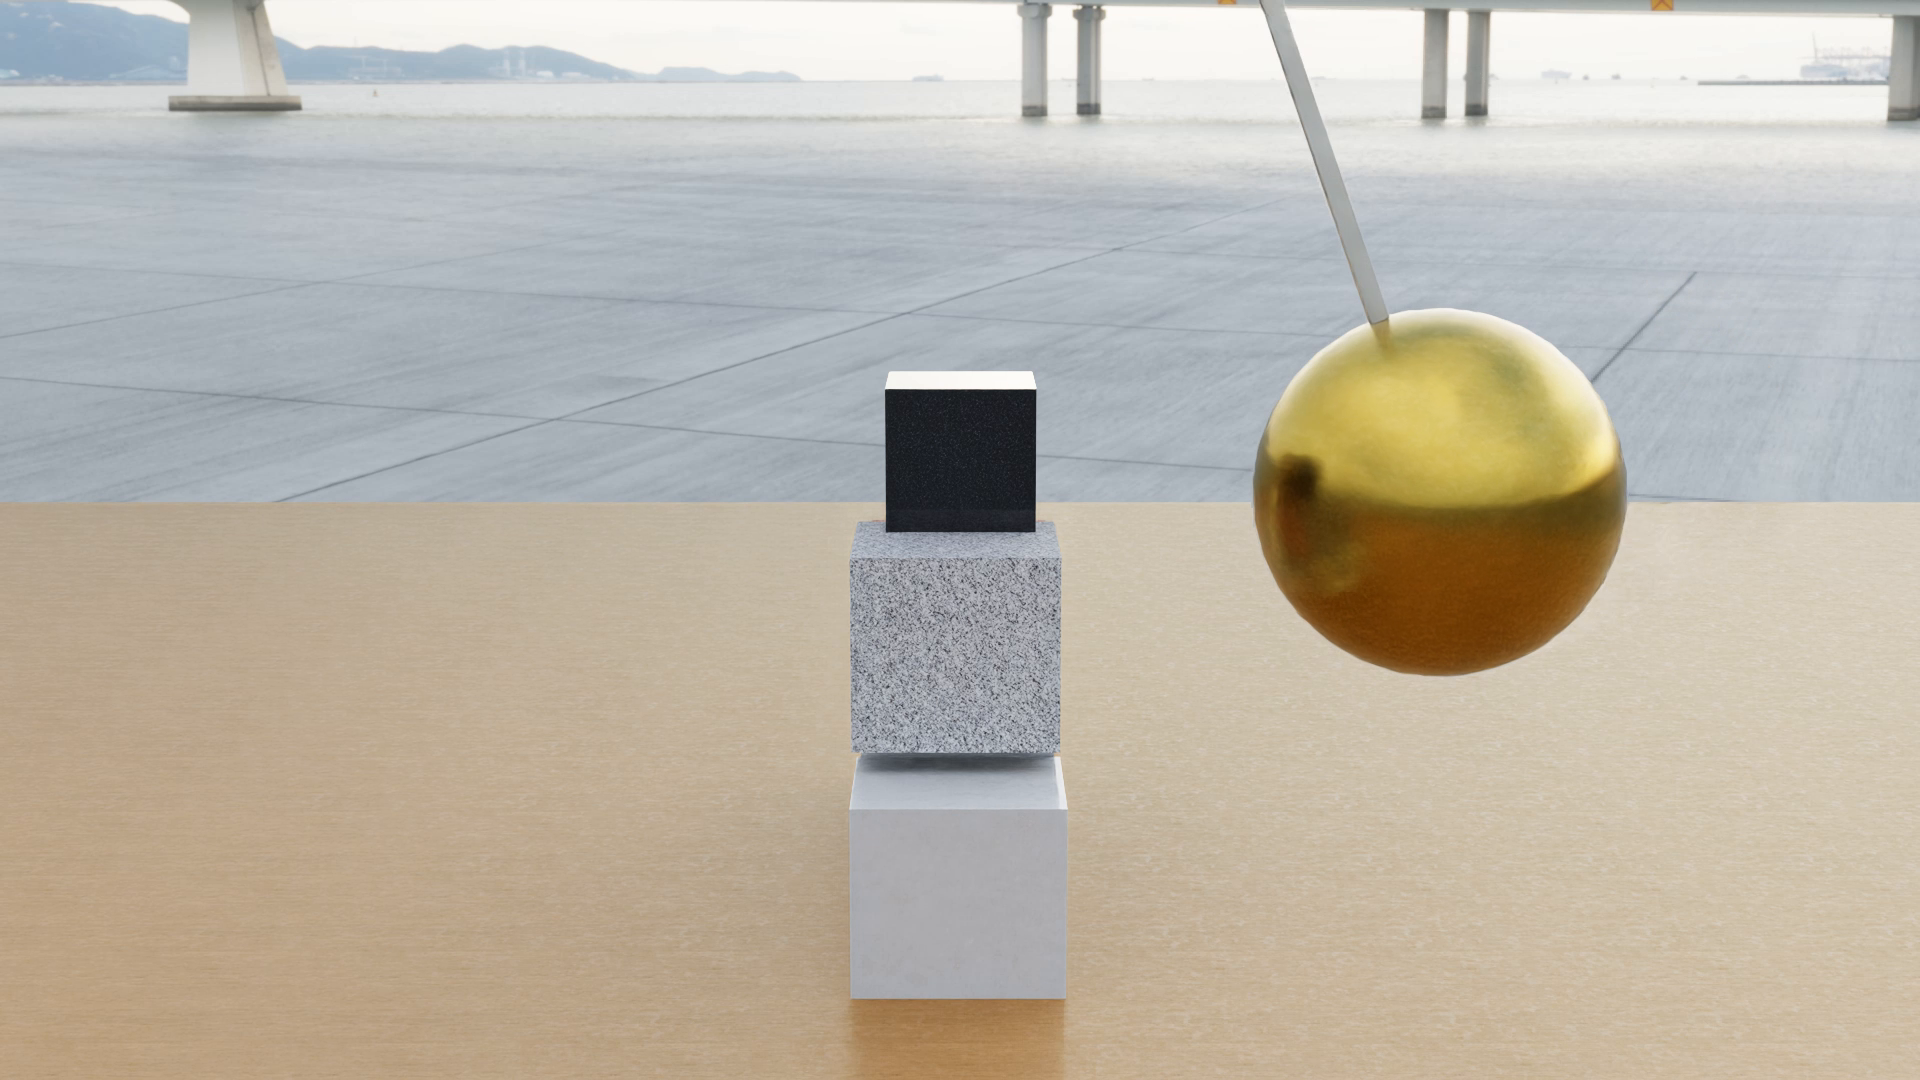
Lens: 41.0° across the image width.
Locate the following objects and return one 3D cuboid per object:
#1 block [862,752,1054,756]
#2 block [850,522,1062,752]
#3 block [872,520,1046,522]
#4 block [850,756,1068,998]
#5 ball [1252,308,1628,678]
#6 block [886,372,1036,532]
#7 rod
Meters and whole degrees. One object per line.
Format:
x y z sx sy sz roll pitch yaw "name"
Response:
-0.010 1.135 10.946 0.790 0.849 0.821 0 10 0 "block"
-0.017 0.383 10.514 0.829 0.786 0.830 0 10 0 "block"
-0.008 0.299 11.341 0.789 0.659 0.798 0 9 0 "block"
-0.006 1.325 10.169 0.829 0.755 0.757 0 10 0 "block"
2.074 -0.205 11.143 1.600 1.600 1.600 0 10 0 "ball"
0.003 -0.381 10.856 0.619 0.595 0.636 0 10 0 "block"
0.899 -3.344 10.572 0.080 5.200 0.080 -20 10 4 "rod"
